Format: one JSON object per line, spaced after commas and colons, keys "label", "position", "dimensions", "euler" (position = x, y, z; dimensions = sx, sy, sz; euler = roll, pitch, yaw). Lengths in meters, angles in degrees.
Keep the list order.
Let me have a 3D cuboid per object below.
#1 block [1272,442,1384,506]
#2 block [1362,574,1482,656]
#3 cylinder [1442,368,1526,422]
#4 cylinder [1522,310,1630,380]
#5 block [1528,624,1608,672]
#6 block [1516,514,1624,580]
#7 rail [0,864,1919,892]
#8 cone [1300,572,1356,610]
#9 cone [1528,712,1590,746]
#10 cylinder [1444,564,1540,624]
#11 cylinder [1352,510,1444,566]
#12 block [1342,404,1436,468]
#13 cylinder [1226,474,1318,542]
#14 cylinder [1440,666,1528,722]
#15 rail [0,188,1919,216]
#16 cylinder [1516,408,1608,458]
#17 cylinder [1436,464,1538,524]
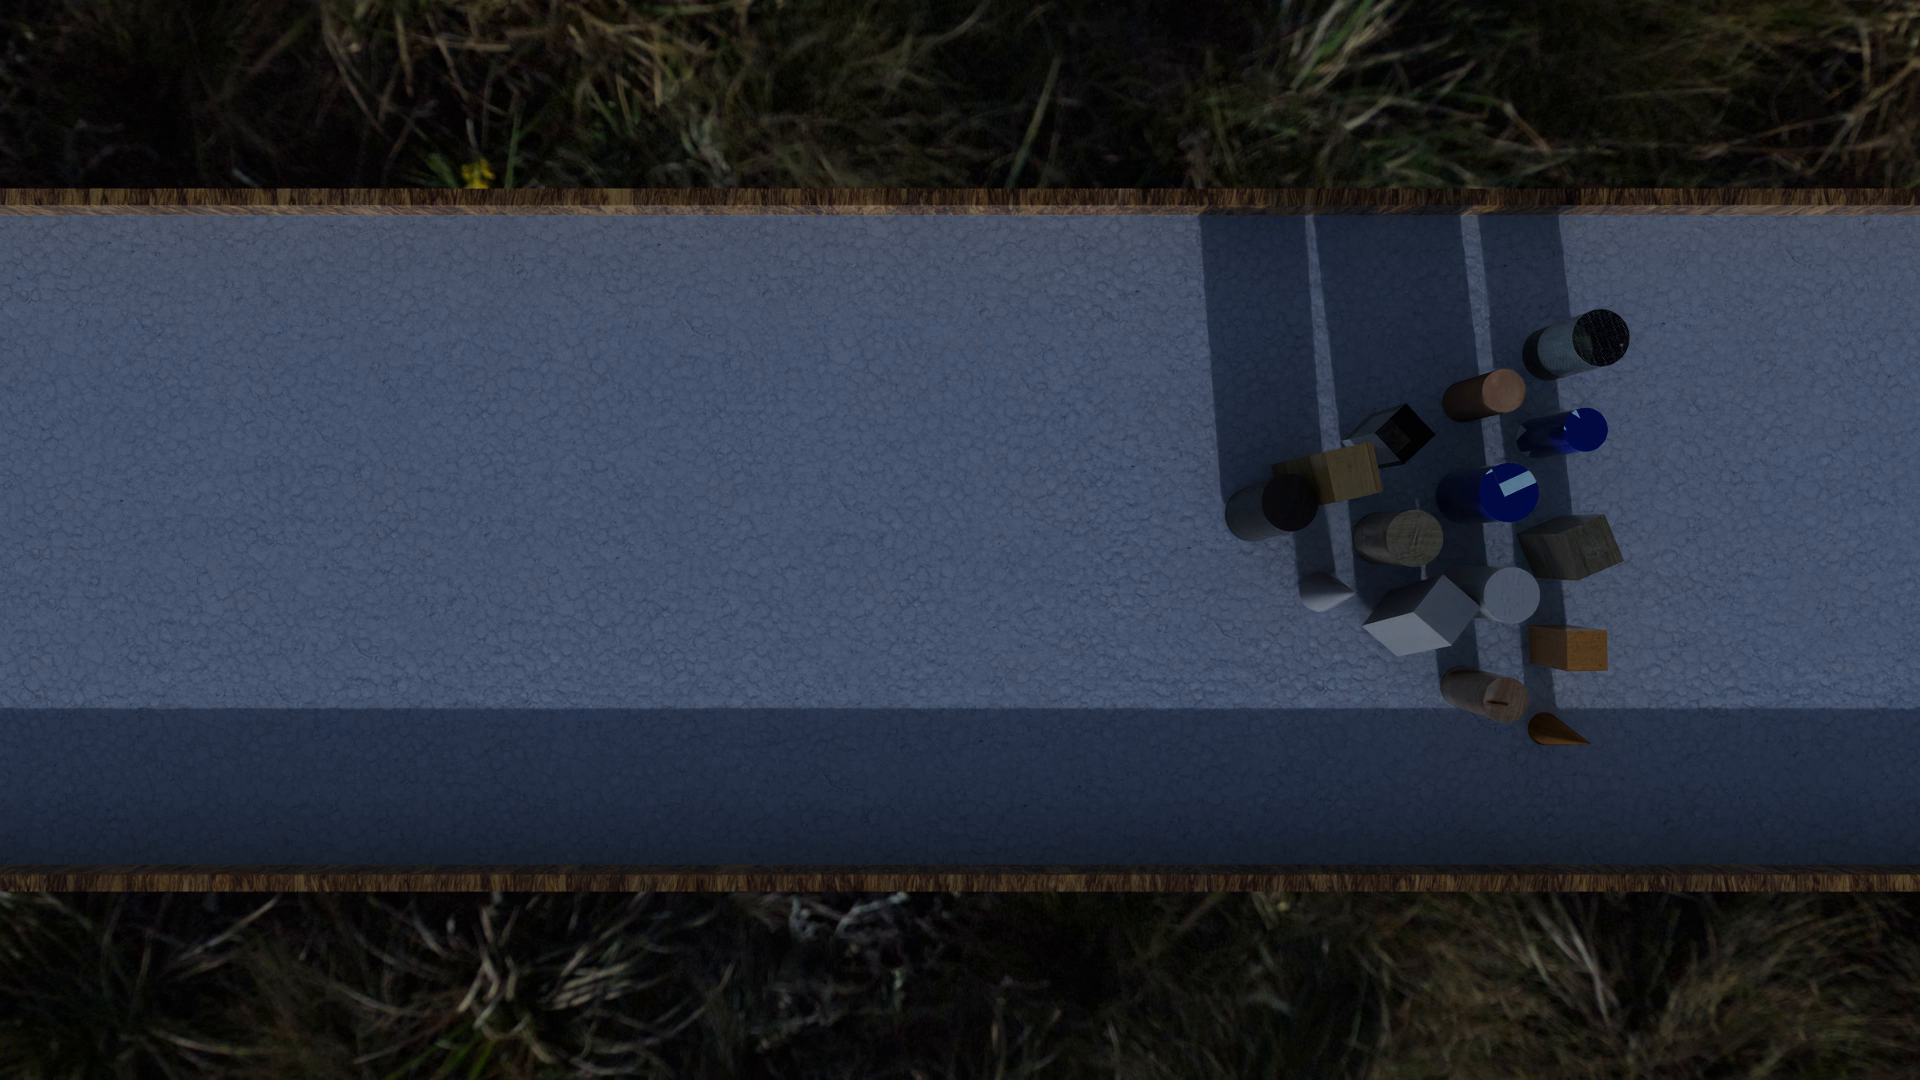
{"label": "block", "position": [1.073, -0.183, 4.849], "dimensions": [0.145, 0.437, 0.145], "euler": [-12, 90, -9]}
{"label": "block", "position": [1.356, 0.227, 4.868], "dimensions": [0.144, 0.397, 0.144], "euler": [41, 79, 0]}
{"label": "cylinder", "position": [1.546, -0.424, 4.882], "dimensions": [0.124, 0.389, 0.124], "euler": [0, 90, 0]}
{"label": "cylinder", "position": [1.812, -0.572, 4.870], "dimensions": [0.163, 0.414, 0.163], "euler": [0, 90, 0]}
{"label": "block", "position": [1.810, 0.320, 4.918], "dimensions": [0.116, 0.317, 0.116], "euler": [-1, 90, 0]}
{"label": "block", "position": [1.807, 0.021, 4.900], "dimensions": [0.146, 0.352, 0.146], "euler": [-23, 90, 0]}
{"label": "rail", "position": [-2.247, 1.025, 5.001], "dimensions": [12.000, 0.150, 0.050], "euler": [0, 90, 0]}
{"label": "cone", "position": [1.107, 0.152, 4.845], "dimensions": [0.122, 0.460, 0.122], "euler": [0, 89, -1]}
{"label": "cone", "position": [1.798, 0.581, 4.886], "dimensions": [0.101, 0.381, 0.101], "euler": [0, 90, 0]}
{"label": "cylinder", "position": [1.553, 0.155, 4.860], "dimensions": [0.159, 0.434, 0.159], "euler": [0, 90, 0]}
{"label": "cylinder", "position": [1.289, -0.005, 4.876], "dimensions": [0.162, 0.401, 0.162], "euler": [0, 90, 0]}
{"label": "block", "position": [1.261, -0.301, 4.875], "dimensions": [0.123, 0.404, 0.123], "euler": [-43, 90, 0]}
{"label": "cylinder", "position": [0.917, -0.092, 4.881], "dimensions": [0.167, 0.370, 0.167], "euler": [1, 85, -7]}
{"label": "cylinder", "position": [1.542, 0.451, 4.867], "dimensions": [0.129, 0.419, 0.129], "euler": [0, 90, 0]}
{"label": "rail", "position": [-2.247, -1.025, 5.002], "dimensions": [12.000, 0.150, 0.050], "euler": [0, 90, 0]}
{"label": "cylinder", "position": [1.775, -0.313, 4.877], "dimensions": [0.125, 0.400, 0.125], "euler": [0, 90, 0]}
{"label": "cylinder", "position": [1.548, -0.134, 4.863], "dimensions": [0.168, 0.426, 0.168], "euler": [0, 90, 0]}
